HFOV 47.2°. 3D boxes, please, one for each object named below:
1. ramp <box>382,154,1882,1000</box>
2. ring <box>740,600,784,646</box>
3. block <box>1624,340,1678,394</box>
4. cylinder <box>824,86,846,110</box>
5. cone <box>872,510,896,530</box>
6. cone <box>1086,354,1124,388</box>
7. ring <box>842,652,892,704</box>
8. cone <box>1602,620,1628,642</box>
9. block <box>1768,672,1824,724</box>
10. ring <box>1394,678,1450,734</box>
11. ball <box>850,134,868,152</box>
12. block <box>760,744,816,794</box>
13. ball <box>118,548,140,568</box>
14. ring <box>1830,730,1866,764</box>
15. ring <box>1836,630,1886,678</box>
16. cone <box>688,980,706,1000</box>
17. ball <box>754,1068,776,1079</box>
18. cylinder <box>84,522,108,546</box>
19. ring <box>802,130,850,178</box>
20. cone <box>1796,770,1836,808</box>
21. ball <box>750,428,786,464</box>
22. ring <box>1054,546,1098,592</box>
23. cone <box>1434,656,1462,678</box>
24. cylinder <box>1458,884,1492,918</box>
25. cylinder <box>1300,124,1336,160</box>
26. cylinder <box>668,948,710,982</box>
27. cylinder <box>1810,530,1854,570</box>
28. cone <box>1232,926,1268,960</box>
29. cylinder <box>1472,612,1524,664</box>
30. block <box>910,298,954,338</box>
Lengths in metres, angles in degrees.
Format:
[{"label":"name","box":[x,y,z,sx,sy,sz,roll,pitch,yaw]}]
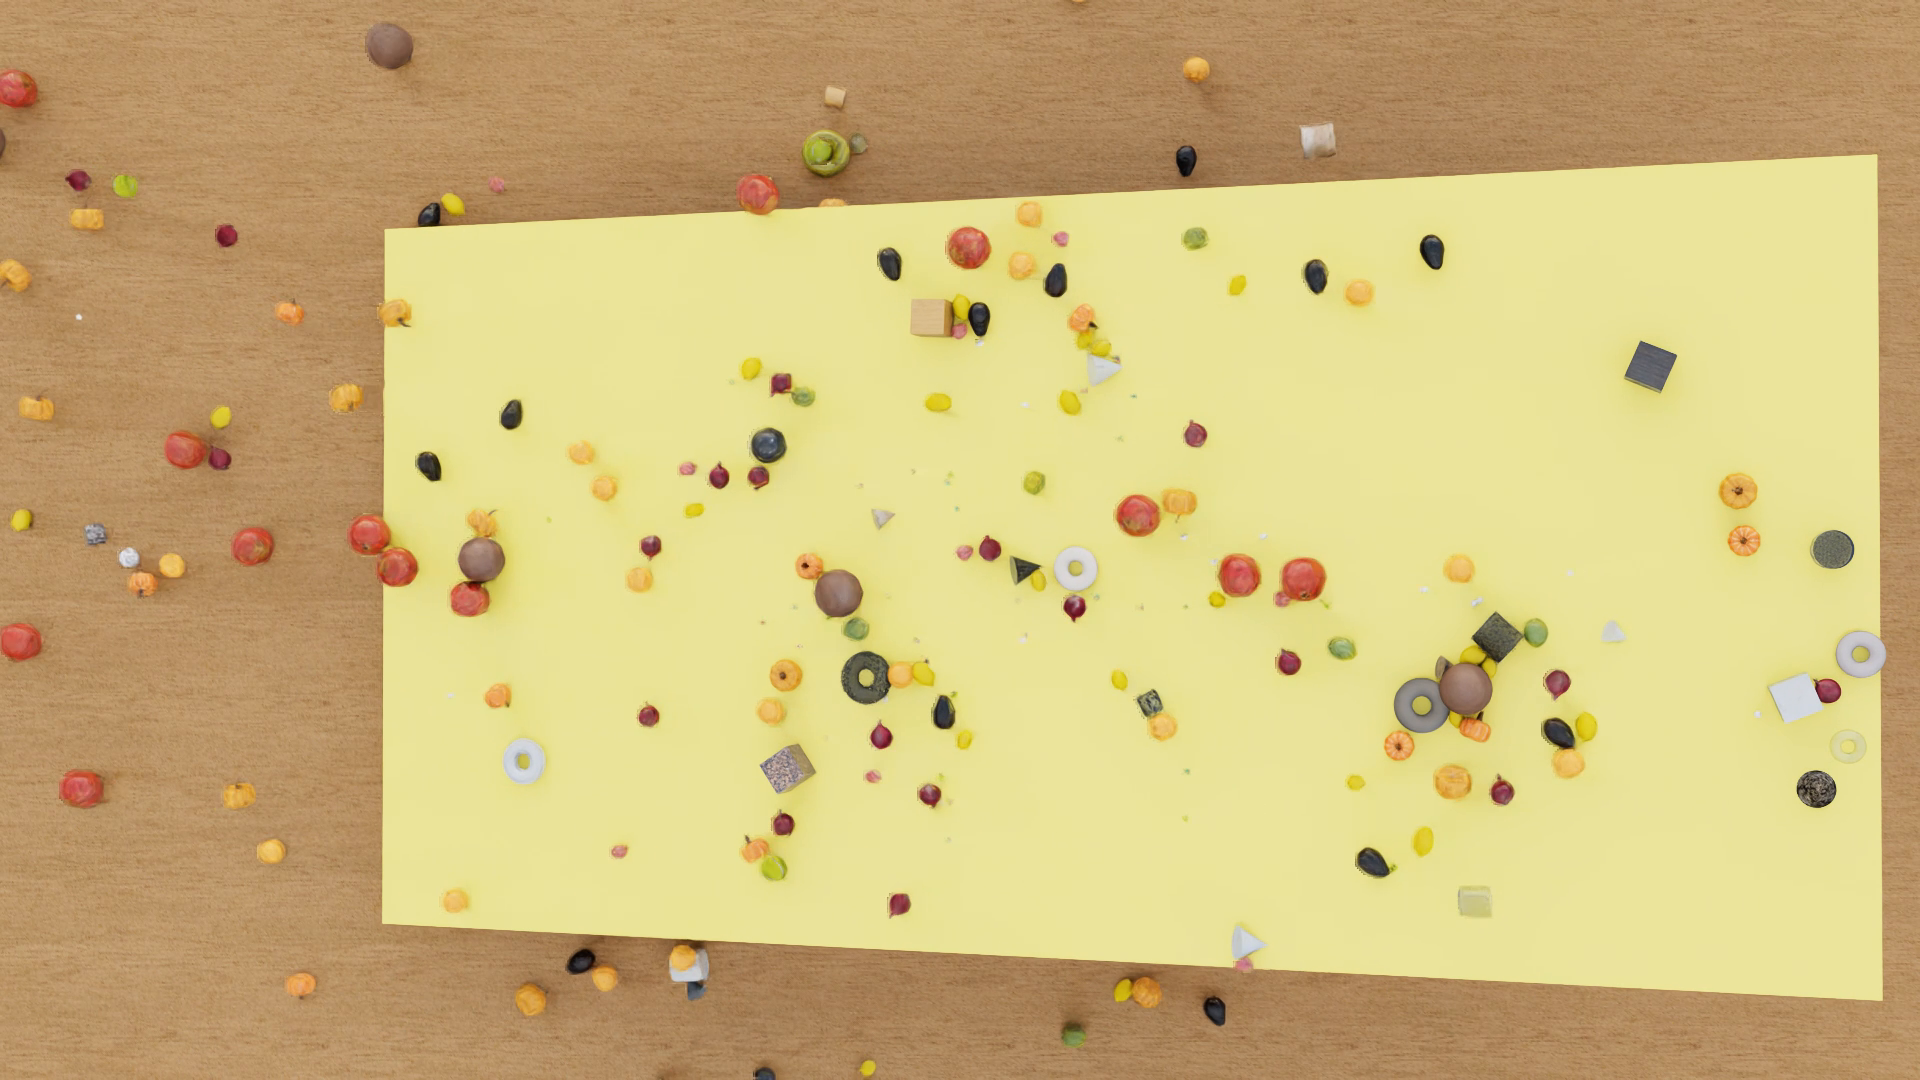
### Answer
[{"label":"ramp","box":[0.271,0.095,5.815,4.000,0.100,2.000,0,89,17]},{"label":"ring","box":[-0.537,0.226,6.001,0.131,0.044,0.131,0,89,2]},{"label":"block","box":[1.667,-0.417,5.308,0.093,0.093,0.093,24,96,15]},{"label":"cylinder","box":[-0.365,-1.292,6.424,0.055,0.055,0.055,14,89,0]},{"label":"cone","box":[-0.198,-0.062,5.890,0.061,0.061,0.061,-17,89,-11]},{"label":"cone","box":[0.385,-0.446,5.716,0.090,0.090,0.090,-8,89,-10]},{"label":"ring","box":[-0.251,0.369,5.889,0.143,0.048,0.143,0,90,18]},{"label":"cone","box":[1.603,0.232,5.352,0.057,0.057,0.057,22,89,-11]},{"label":"block","box":[1.976,0.373,5.205,0.092,0.092,0.092,-24,83,15]},{"label":"ring","box":[1.150,0.412,5.474,0.139,0.046,0.139,0,91,16]},{"label":"ball","box":[-0.297,-1.159,6.423,0.053,0.053,0.053,0,89,0]},{"label":"block","box":[-0.463,0.617,5.924,0.094,0.094,0.094,-35,80,13]},{"label":"ball","box":[-2.419,0.052,6.403,0.057,0.057,0.057,0,89,0]},{"label":"ring","box":[2.100,0.489,5.200,0.083,0.028,0.083,0,89,18]},{"label":"ring","box":[2.126,0.270,5.191,0.112,0.037,0.112,0,89,18]},{"label":"cone","box":[-0.778,1.296,6.400,0.062,0.062,0.062,-33,63,0]},{"label":"ball","box":[-0.566,1.560,6.380,0.060,0.060,0.060,0,89,0]},{"label":"cylinder","box":[-2.517,-0.018,6.405,0.054,0.054,0.054,-14,88,0]},{"label":"ring","box":[-0.393,-1.130,6.426,0.141,0.047,0.141,0,89,-1]},{"label":"cone","box":[2.025,0.592,5.188,0.090,0.090,0.090,0,89,17]},{"label":"ball","box":[-0.518,-0.255,5.950,0.099,0.099,0.099,0,89,0]},{"label":"ring","box":[0.302,0.075,5.734,0.118,0.039,0.118,0,90,17]},{"label":"cone","box":[1.220,0.321,5.464,0.058,0.058,0.058,11,89,-10]},{"label":"cylinder","box":[1.269,0.889,5.415,0.077,0.077,0.077,0,89,17]},{"label":"cylinder","box":[0.946,-1.052,5.805,0.085,0.085,0.085,-6,89,10]},{"label":"cylinder","box":[-0.784,1.230,6.364,0.090,0.090,0.090,-9,89,12]},{"label":"cylinder","box":[2.056,0.023,5.187,0.091,0.091,0.091,0,89,17]},{"label":"cone","box":[0.744,1.027,5.589,0.085,0.085,0.085,7,89,-10]},{"label":"cylinder","box":[1.320,0.239,5.402,0.091,0.091,0.091,43,89,13]},{"label":"block","box":[-0.073,-0.587,5.826,0.092,0.092,0.092,2,90,17]}]
